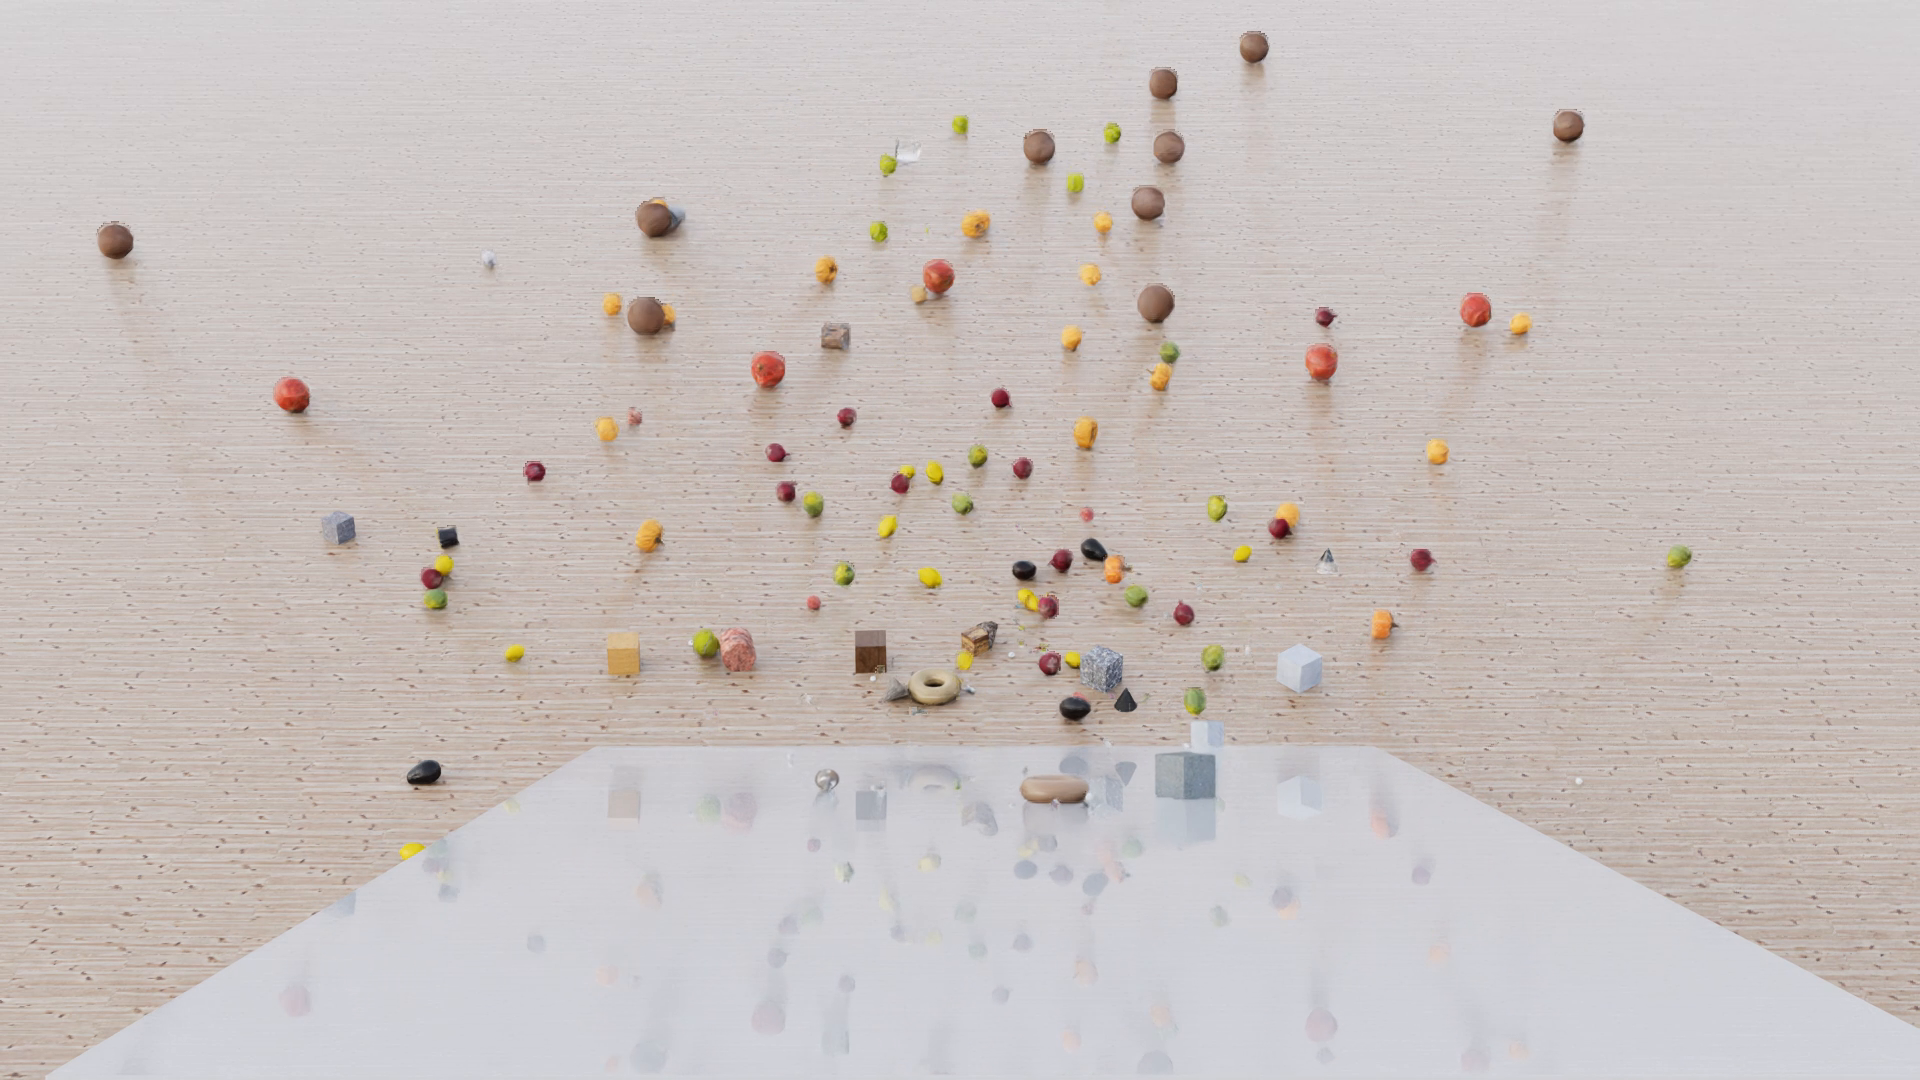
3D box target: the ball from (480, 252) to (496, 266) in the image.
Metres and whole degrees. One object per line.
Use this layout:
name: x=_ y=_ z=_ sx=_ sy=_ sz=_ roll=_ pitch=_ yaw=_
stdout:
ball: x=-1.742 y=-1.038 z=9.555 sx=0.054 sy=0.054 sz=0.054 roll=0 pitch=29 yaw=0

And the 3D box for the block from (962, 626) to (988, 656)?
block: x=0.042 y=0.282 z=7.202 sx=0.055 sy=0.055 sz=0.055 roll=-23 pitch=36 yaw=-34

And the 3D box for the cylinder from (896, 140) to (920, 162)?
cylinder: x=-0.210 y=-1.578 z=10.479 sx=0.086 sy=0.086 sz=0.086 roll=5 pitch=30 yaw=9

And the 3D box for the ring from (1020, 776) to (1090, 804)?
ring: x=0.195 y=0.512 z=5.304 sx=0.144 sy=0.048 sz=0.144 roll=0 pitch=1 yaw=0

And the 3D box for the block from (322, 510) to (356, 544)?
block: x=-1.864 y=-0.037 z=7.758 sx=0.067 sy=0.067 sz=0.067 roll=20 pitch=35 yaw=32

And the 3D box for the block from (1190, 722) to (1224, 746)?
block: x=0.639 y=0.500 z=6.680 sx=0.060 sy=0.060 sz=0.060 roll=1 pitch=-2 yaw=-40

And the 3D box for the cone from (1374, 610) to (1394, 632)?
cone: x=1.209 y=0.230 z=7.323 sx=0.060 sy=0.060 sz=0.060 roll=18 pitch=7 yaw=29

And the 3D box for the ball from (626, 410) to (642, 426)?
ball: x=-1.060 y=-0.398 z=8.418 sx=0.050 sy=0.050 sz=0.050 roll=0 pitch=29 yaw=0

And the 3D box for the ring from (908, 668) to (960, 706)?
ring: x=-0.070 y=0.396 z=7.006 sx=0.145 sy=0.048 sz=0.145 roll=0 pitch=30 yaw=0

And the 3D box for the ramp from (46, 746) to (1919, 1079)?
ramp: x=0.066 y=0.588 z=4.638 sx=2.000 sy=0.100 sz=4.000 roll=0 pitch=0 yaw=0

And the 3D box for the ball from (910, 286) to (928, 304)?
ball: x=-0.146 y=-0.877 z=9.261 sx=0.061 sy=0.061 sz=0.061 roll=0 pitch=29 yaw=0

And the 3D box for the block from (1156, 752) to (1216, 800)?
block: x=0.469 y=0.491 z=5.387 sx=0.088 sy=0.088 sz=0.088 roll=0 pitch=0 yaw=-38

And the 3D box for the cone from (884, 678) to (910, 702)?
cone: x=-0.183 y=0.418 z=6.984 sx=0.067 sy=0.067 sz=0.067 roll=-41 pitch=42 yaw=-11

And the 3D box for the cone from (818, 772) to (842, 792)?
cone: x=-0.283 y=0.523 z=5.501 sx=0.052 sy=0.052 sz=0.052 roll=5 pitch=7 yaw=9

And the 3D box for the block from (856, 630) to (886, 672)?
block: x=-0.246 y=0.307 z=7.126 sx=0.085 sy=0.085 sz=0.085 roll=-1 pitch=29 yaw=-2

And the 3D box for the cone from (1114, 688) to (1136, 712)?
cone: x=0.446 y=0.420 z=6.949 sx=0.062 sy=0.062 sz=0.062 roll=0 pitch=29 yaw=0

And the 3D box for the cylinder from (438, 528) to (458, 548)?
cylinder: x=-1.528 y=-0.007 z=7.717 sx=0.053 sy=0.053 sz=0.053 roll=-12 pitch=31 yaw=-16

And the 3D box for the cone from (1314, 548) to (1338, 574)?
cone: x=1.079 y=0.052 z=7.593 sx=0.072 sy=0.072 sz=0.072 roll=0 pitch=29 yaw=0

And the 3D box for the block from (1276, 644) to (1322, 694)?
block: x=0.926 y=0.350 z=7.050 sx=0.085 sy=0.085 sz=0.085 roll=-22 pitch=36 yaw=-34

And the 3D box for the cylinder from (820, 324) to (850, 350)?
cylinder: x=-0.430 y=-0.702 z=8.930 sx=0.080 sy=0.080 sz=0.080 roll=7 pitch=30 yaw=12

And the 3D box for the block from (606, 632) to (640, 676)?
block: x=-0.925 y=0.313 z=7.118 sx=0.083 sy=0.083 sz=0.083 roll=-2 pitch=29 yaw=-3

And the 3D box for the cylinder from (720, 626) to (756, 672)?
cylinder: x=-0.613 y=0.301 z=7.131 sx=0.091 sy=0.091 sz=0.091 roll=-6 pitch=30 yaw=-10

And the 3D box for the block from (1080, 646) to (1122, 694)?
block: x=0.385 y=0.352 z=7.048 sx=0.083 sy=0.083 sz=0.083 roll=20 pitch=35 yaw=31

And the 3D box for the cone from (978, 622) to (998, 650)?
cone: x=0.079 y=0.278 z=7.231 sx=0.073 sy=0.073 sz=0.073 roll=-7 pitch=57 yaw=-12
